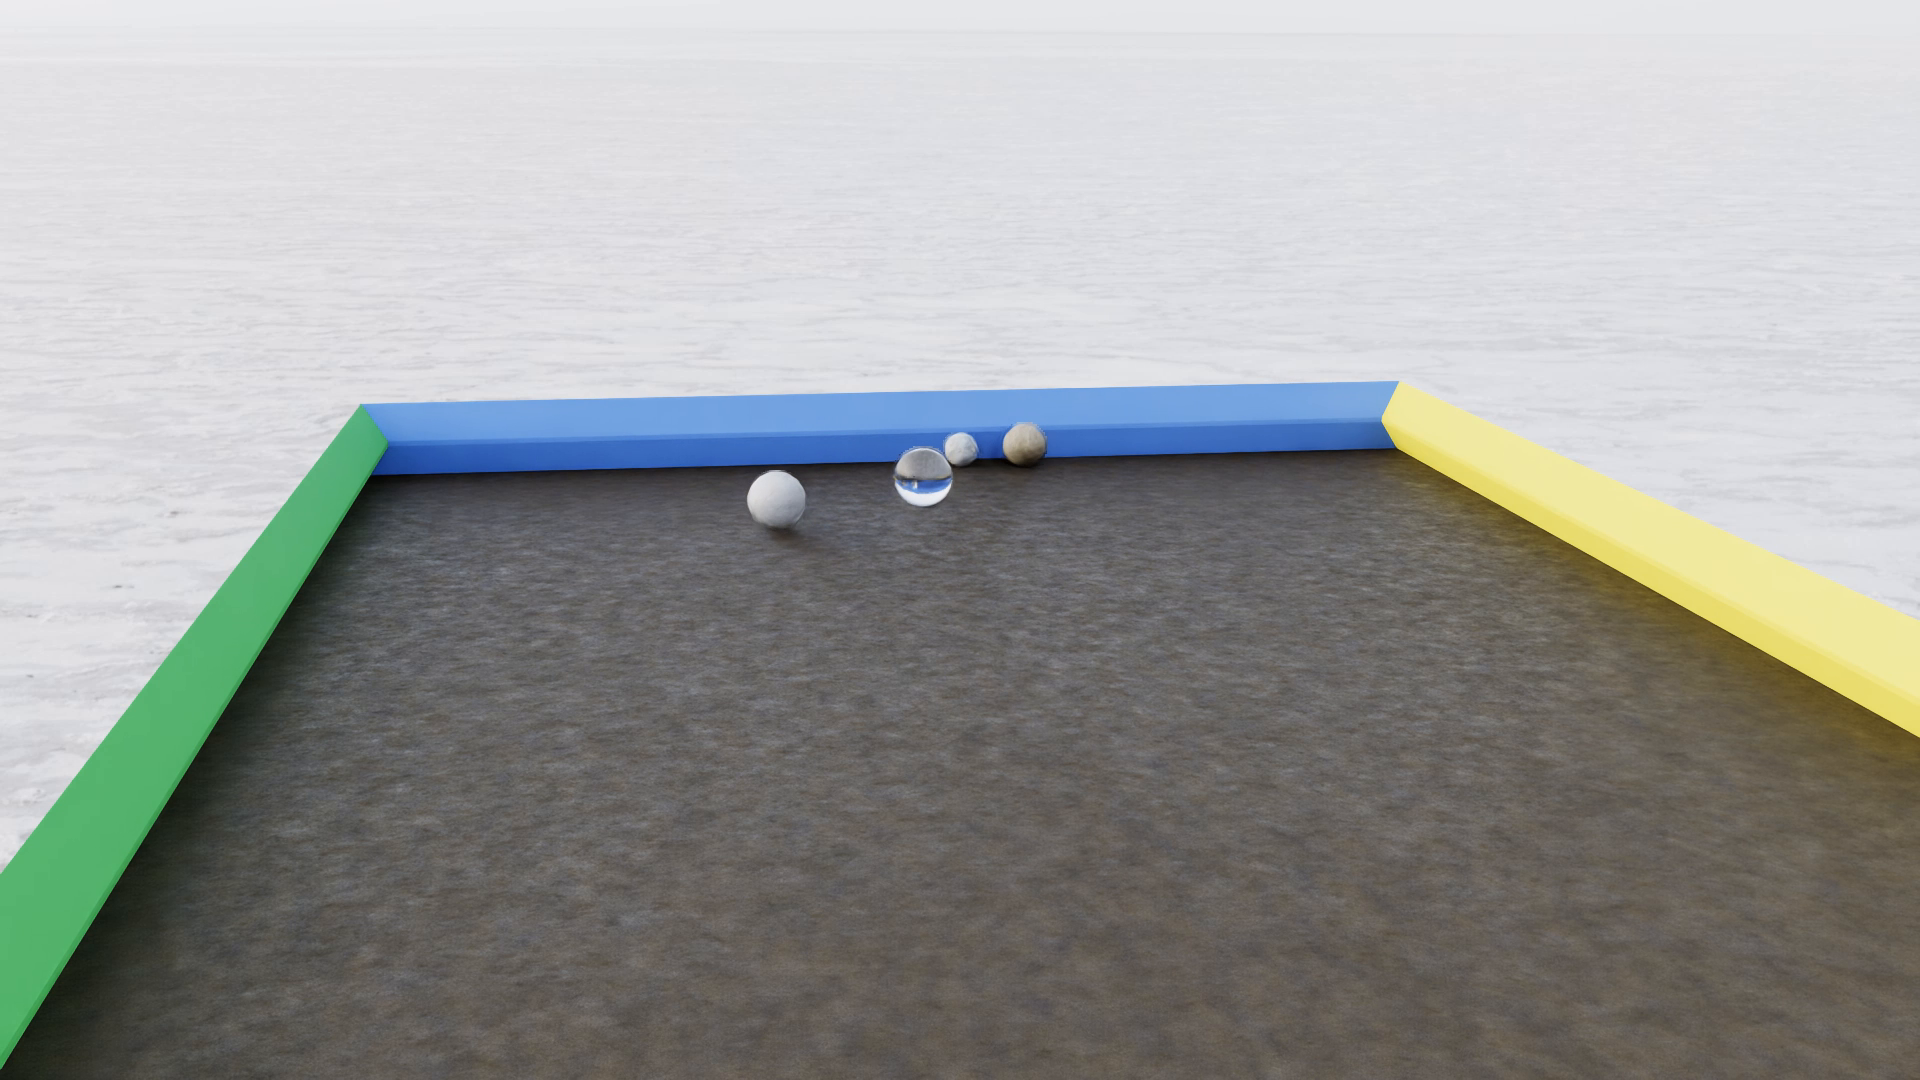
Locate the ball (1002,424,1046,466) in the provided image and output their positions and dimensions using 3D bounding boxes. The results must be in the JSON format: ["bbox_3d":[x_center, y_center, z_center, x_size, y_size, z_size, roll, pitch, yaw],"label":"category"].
[{"bbox_3d":[0.103,-0.153,3.553,0.069,0.069,0.069,0,13,0],"label":"ball"}]

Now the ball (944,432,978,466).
[{"bbox_3d":[0.002,-0.146,3.554,0.055,0.055,0.055,0,13,0],"label":"ball"}]

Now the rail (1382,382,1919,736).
[{"bbox_3d":[0.923,0.121,2.264,0.045,0.113,2.984,-2,13,-8],"label":"rail"}]

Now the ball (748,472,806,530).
[{"bbox_3d":[-0.259,-0.056,3.101,0.083,0.083,0.083,0,13,0],"label":"ball"}]

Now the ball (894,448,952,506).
[{"bbox_3d":[-0.054,-0.093,3.251,0.087,0.087,0.087,0,13,0],"label":"ball"}]

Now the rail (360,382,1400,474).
[{"bbox_3d":[-0.100,-0.180,3.570,1.703,0.113,0.045,-2,13,-8],"label":"rail"}]

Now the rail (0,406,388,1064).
[{"bbox_3d":[-0.717,0.172,2.042,0.045,0.113,2.984,-2,13,-8],"label":"rail"}]
